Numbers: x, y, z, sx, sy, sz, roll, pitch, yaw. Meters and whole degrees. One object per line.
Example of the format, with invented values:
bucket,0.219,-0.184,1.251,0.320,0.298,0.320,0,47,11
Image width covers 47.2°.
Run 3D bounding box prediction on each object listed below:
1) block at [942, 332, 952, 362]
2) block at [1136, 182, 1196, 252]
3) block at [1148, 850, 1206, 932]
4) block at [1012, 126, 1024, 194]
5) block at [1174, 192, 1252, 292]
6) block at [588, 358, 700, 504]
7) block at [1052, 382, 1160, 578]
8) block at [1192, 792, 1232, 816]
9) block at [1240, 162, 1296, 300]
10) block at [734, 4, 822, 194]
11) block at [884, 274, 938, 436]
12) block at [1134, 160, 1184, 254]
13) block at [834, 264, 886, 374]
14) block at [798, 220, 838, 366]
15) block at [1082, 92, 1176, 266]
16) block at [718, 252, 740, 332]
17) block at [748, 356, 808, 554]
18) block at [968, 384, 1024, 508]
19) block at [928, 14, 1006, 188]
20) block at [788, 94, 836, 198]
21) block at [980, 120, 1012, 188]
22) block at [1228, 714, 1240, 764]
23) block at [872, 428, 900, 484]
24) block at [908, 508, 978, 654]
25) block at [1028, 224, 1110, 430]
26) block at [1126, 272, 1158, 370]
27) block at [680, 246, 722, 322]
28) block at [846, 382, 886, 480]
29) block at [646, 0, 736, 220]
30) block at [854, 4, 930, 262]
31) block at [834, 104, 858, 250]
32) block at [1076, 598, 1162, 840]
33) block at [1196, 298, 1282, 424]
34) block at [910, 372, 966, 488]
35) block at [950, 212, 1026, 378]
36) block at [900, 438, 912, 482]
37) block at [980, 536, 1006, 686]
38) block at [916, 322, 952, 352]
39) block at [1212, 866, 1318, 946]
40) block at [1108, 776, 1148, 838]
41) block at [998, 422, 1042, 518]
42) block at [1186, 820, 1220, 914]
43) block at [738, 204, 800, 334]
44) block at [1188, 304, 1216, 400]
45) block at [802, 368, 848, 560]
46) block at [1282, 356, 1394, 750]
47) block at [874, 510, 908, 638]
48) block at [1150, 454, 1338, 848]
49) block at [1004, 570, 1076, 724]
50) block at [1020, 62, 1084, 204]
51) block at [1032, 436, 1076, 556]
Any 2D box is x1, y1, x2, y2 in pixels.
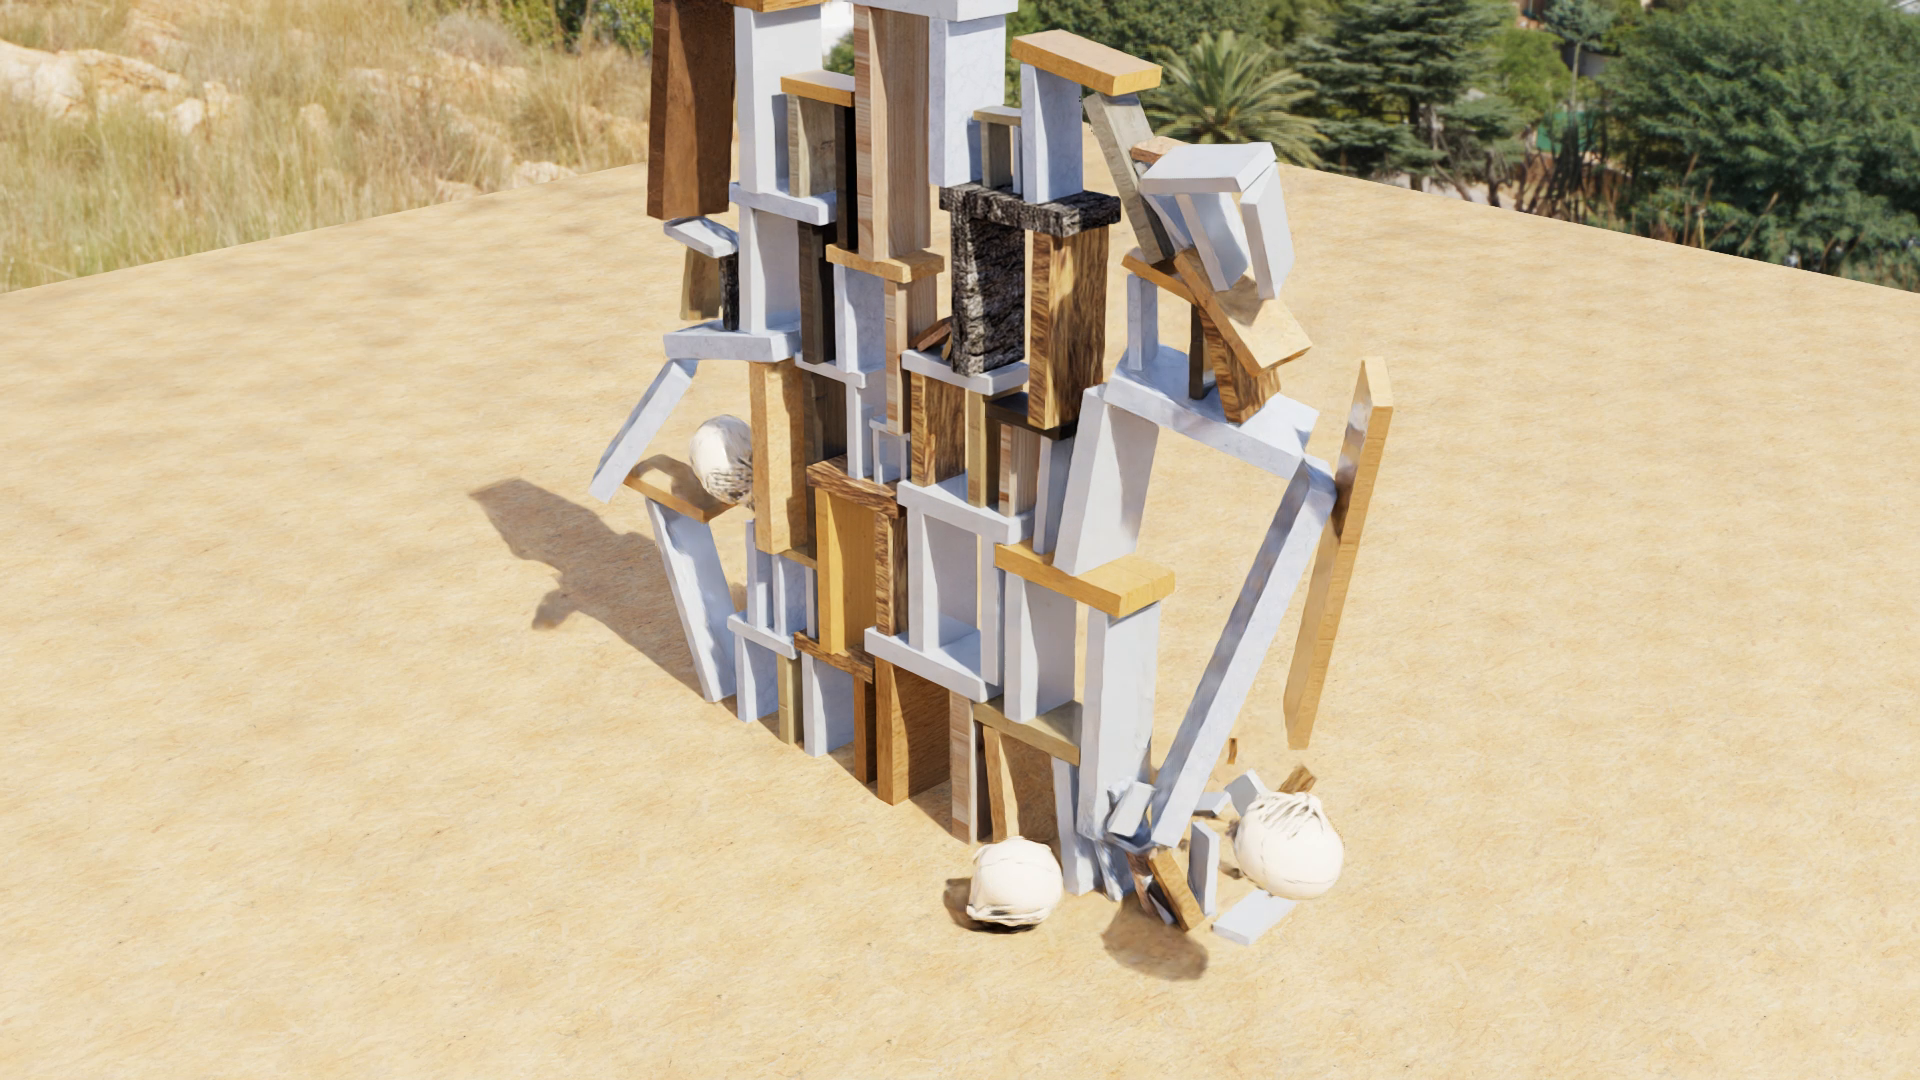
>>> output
block,0.006,-0.379,4.044,0.054,0.109,0.015,-21,59,-41
block,0.357,-0.539,3.569,0.070,0.020,0.140,-28,73,-23
block,0.401,0.650,4.075,0.052,0.144,0.015,-19,-12,-45
block,0.118,-0.665,3.824,0.058,0.116,0.016,-21,29,-40
block,0.405,-0.504,3.497,0.028,0.194,0.097,1,39,41
block,-0.672,-0.256,4.698,0.050,0.351,0.175,32,27,-14
block,0.267,-0.119,3.896,0.049,0.348,0.174,30,35,34
block,0.462,0.496,4.138,0.050,0.014,0.101,-47,19,-27
block,0.477,-0.478,3.410,0.028,0.194,0.097,9,52,27
block,-0.346,-0.858,4.232,0.050,0.351,0.175,21,31,39
block,-0.091,-0.357,4.165,0.107,0.305,0.030,-21,31,-40
block,0.358,-0.536,3.647,0.020,0.217,0.070,-21,11,36
block,-0.191,-0.438,4.240,0.030,0.213,0.107,21,31,41
block,-0.250,-0.494,4.282,0.037,0.283,0.130,21,31,41
block,0.298,-0.612,3.656,0.033,0.293,0.117,-16,11,38
block,-0.445,-0.515,4.460,0.024,0.169,0.085,23,36,39
block,-0.343,-0.188,4.515,0.050,0.406,0.176,20,30,40
block,0.066,-0.182,4.082,0.032,0.226,0.113,21,31,40
block,0.012,-0.781,3.878,0.146,0.292,0.041,-21,32,-40
block,-0.280,-0.760,4.198,0.028,0.198,0.099,22,31,40
block,0.064,-0.685,3.875,0.016,0.116,0.058,17,28,42
block,0.504,0.367,4.056,0.014,0.101,0.050,4,58,7
block,-0.143,-0.171,4.303,0.016,0.113,0.057,21,31,41
block,-0.033,0.059,4.290,0.148,0.296,0.042,-21,31,-41
block,0.190,-0.381,3.860,0.149,0.351,0.042,-21,32,-40
block,0.310,-0.380,3.731,0.024,0.166,0.083,9,28,23
block,-0.529,-0.539,4.530,0.085,0.169,0.024,-14,31,-43
block,-0.177,-0.225,4.328,0.027,0.194,0.097,21,31,41
block,-0.534,-0.876,4.389,0.050,0.456,0.175,22,26,38
block,-0.123,-0.754,4.036,0.146,0.466,0.041,-21,31,-40
block,-0.187,-0.688,4.127,0.099,0.274,0.028,-21,31,-40
block,0.292,0.315,4.041,0.043,0.469,0.151,23,32,40
block,0.466,-0.325,3.664,0.033,0.234,0.117,13,42,42
block,-0.041,-0.223,4.178,0.032,0.226,0.113,21,31,41
block,0.052,-0.457,3.978,0.149,0.298,0.042,-21,30,-41
block,-0.089,-0.150,4.253,0.016,0.113,0.057,21,31,41
block,0.106,0.113,4.162,0.042,0.296,0.148,21,31,40
block,-0.029,-0.381,4.083,0.054,0.015,0.109,-21,-5,-39
block,0.575,0.685,4.122,0.076,0.021,0.260,17,28,34
block,0.312,0.495,4.077,0.052,0.104,0.015,-32,20,-33
block,0.114,-0.138,4.037,0.090,0.179,0.025,-21,32,-41
block,0.452,0.608,4.090,0.021,0.151,0.076,-4,17,-20
block,-0.380,-0.553,4.396,0.037,0.261,0.130,24,33,39
block,0.413,-0.329,3.712,0.024,0.167,0.083,10,29,22
block,-0.268,-0.162,4.453,0.097,0.407,0.027,-21,31,-41
block,0.652,0.049,3.845,0.033,0.896,0.117,1,47,-2
block,-0.107,0.050,4.357,0.131,0.261,0.037,-21,31,-41
block,0.496,0.202,3.910,0.049,0.727,0.174,20,22,-4
block,0.152,0.181,4.133,0.043,0.302,0.151,21,31,40
block,0.158,-0.703,3.761,0.117,0.233,0.033,-21,28,-41
block,0.179,-0.092,3.986,0.025,0.228,0.090,26,34,38
